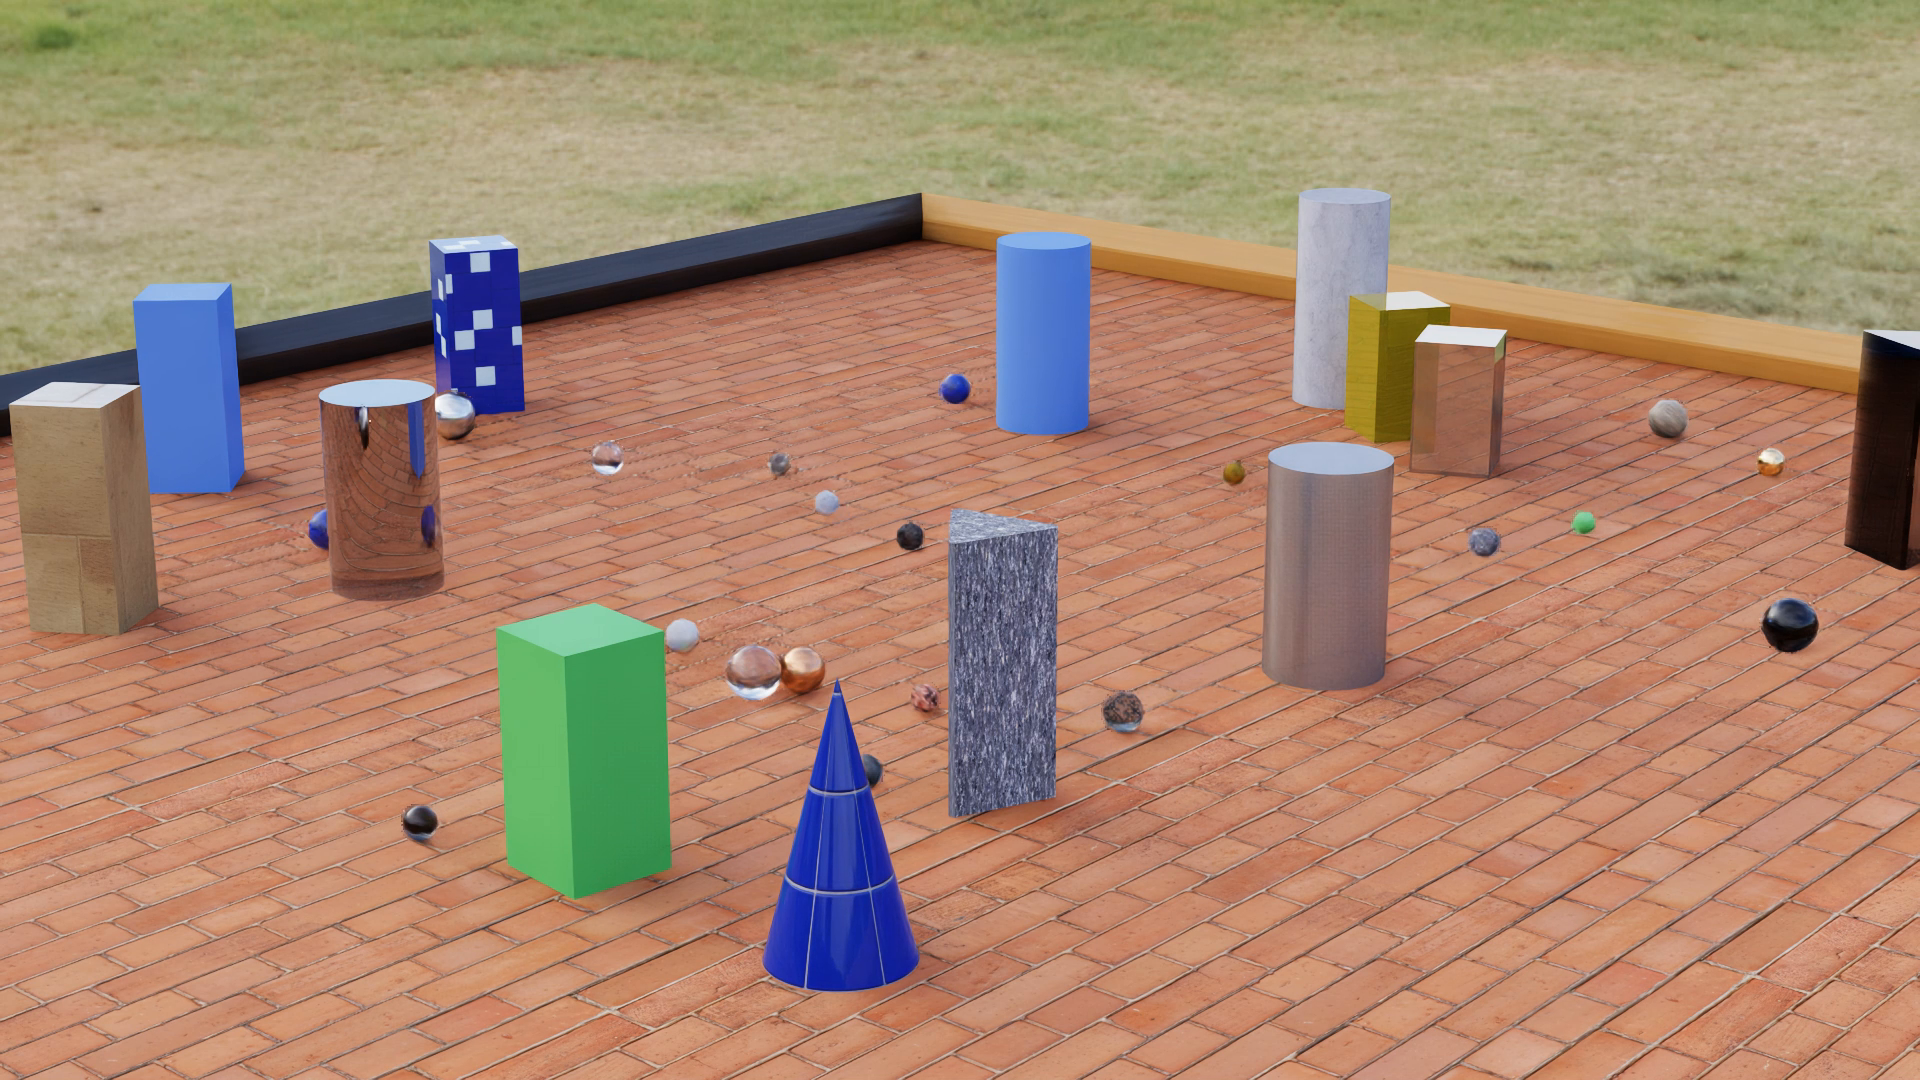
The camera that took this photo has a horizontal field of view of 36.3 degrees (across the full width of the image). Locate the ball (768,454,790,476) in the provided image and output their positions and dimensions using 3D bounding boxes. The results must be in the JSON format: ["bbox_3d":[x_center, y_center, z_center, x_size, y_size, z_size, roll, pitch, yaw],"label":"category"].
[{"bbox_3d":[-0.364,-0.152,5.882,0.044,0.044,0.044,0,17,0],"label":"ball"}]

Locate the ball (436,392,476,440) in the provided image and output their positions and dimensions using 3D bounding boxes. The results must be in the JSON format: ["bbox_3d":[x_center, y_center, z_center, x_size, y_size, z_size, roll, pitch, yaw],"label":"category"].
[{"bbox_3d":[-1.064,-0.259,6.141,0.099,0.099,0.099,0,17,0],"label":"ball"}]

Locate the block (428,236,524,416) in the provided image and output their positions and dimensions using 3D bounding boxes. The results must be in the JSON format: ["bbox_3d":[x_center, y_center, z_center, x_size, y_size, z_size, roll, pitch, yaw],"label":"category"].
[{"bbox_3d":[-1.051,-0.467,6.380,0.159,0.360,0.159,-7,18,-21],"label":"block"}]

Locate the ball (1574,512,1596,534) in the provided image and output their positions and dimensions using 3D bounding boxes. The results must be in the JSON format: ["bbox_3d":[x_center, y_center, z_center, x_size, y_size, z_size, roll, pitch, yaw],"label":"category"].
[{"bbox_3d":[1.169,-0.033,5.492,0.041,0.041,0.041,0,17,0],"label":"ball"}]

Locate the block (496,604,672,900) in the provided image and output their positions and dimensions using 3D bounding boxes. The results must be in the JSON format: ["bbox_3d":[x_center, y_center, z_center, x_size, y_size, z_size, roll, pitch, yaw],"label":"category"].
[{"bbox_3d":[-0.503,0.281,3.934,0.159,0.340,0.159,-14,22,-40],"label":"block"}]

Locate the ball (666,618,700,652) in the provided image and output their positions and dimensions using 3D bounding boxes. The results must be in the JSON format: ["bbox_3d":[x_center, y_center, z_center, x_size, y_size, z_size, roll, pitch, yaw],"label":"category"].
[{"bbox_3d":[-0.458,0.158,4.833,0.056,0.056,0.056,0,17,0],"label":"ball"}]

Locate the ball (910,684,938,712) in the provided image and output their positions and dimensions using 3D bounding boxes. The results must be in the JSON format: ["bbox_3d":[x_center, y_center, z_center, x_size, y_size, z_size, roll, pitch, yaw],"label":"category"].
[{"bbox_3d":[-0.055,0.246,4.561,0.044,0.044,0.044,0,17,0],"label":"ball"}]

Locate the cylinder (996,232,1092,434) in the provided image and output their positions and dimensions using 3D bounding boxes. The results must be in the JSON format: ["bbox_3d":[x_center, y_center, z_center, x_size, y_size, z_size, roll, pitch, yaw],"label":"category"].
[{"bbox_3d":[0.177,-0.440,6.228,0.199,0.397,0.199,0,17,0],"label":"cylinder"}]

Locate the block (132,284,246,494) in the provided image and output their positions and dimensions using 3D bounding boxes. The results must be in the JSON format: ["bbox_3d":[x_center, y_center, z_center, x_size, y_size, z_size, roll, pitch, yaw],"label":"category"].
[{"bbox_3d":[-1.518,-0.300,5.781,0.159,0.386,0.159,-1,17,-3],"label":"block"}]

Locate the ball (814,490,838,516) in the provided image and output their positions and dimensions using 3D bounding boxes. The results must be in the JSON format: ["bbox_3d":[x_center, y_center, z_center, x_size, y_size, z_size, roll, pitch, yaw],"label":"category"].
[{"bbox_3d":[-0.255,-0.071,5.607,0.047,0.047,0.047,0,17,0],"label":"ball"}]

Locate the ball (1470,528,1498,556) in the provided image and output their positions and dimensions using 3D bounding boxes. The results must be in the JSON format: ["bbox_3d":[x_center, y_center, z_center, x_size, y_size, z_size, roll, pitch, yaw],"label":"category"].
[{"bbox_3d":[0.956,0.004,5.349,0.054,0.054,0.054,0,17,0],"label":"ball"}]

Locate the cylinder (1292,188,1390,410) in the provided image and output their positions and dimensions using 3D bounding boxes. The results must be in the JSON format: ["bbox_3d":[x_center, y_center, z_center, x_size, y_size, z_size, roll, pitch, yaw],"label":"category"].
[{"bbox_3d":[0.835,-0.530,6.429,0.199,0.454,0.199,0,17,0],"label":"cylinder"}]

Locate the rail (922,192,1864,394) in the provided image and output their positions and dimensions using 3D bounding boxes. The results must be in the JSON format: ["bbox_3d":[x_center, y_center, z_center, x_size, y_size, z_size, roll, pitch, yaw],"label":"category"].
[{"bbox_3d":[1.565,-0.487,6.845,4.472,0.129,0.045,14,22,39],"label":"rail"}]

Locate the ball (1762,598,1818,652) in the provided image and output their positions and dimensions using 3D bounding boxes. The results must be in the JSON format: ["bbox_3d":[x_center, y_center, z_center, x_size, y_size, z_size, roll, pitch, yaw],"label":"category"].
[{"bbox_3d":[1.369,0.140,4.835,0.090,0.090,0.090,0,17,0],"label":"ball"}]

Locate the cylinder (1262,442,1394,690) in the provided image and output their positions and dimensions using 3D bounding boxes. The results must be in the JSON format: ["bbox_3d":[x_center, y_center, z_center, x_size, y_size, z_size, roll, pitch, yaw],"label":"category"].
[{"bbox_3d":[0.589,0.040,4.703,0.199,0.356,0.199,0,17,0],"label":"cylinder"}]

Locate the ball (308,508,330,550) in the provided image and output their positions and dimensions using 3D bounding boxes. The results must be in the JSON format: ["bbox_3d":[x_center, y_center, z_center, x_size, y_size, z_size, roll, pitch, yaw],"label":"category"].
[{"bbox_3d":[-1.158,-0.019,5.385,0.077,0.077,0.077,0,17,0],"label":"ball"}]

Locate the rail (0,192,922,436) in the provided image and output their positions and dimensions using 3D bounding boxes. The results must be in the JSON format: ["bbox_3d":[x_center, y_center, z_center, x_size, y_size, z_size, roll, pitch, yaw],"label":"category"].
[{"bbox_3d":[-1.671,-0.386,6.509,0.045,0.129,4.821,14,22,39],"label":"rail"}]

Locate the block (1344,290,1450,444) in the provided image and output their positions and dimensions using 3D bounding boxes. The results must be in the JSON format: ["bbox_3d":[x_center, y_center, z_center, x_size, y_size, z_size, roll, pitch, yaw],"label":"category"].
[{"bbox_3d":[0.921,-0.366,6.179,0.159,0.283,0.159,-5,17,-15],"label":"block"}]

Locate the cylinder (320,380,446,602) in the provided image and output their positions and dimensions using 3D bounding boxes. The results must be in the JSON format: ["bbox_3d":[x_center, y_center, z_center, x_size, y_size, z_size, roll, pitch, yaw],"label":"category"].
[{"bbox_3d":[-1.013,-0.089,5.144,0.199,0.349,0.199,0,17,0],"label":"cylinder"}]

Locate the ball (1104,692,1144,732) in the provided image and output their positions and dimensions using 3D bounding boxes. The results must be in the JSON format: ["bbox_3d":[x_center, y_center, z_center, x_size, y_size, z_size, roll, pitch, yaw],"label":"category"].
[{"bbox_3d":[0.249,0.263,4.474,0.062,0.062,0.062,0,17,0],"label":"ball"}]

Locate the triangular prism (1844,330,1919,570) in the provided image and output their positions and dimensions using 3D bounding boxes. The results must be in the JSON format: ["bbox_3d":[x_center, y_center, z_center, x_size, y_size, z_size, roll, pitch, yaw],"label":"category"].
[{"bbox_3d":[1.694,-0.172,5.322,0.149,0.406,0.172,14,22,38],"label":"triangular prism"}]

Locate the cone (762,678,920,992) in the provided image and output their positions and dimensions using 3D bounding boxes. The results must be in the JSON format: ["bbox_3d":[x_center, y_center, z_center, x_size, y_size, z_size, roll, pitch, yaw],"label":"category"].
[{"bbox_3d":[-0.150,0.348,3.647,0.199,0.377,0.199,0,17,0],"label":"cone"}]

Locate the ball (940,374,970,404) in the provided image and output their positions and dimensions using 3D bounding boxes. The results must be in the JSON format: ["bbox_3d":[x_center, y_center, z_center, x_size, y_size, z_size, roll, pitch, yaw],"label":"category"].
[{"bbox_3d":[-0.009,-0.332,6.444,0.066,0.066,0.066,0,17,0],"label":"ball"}]

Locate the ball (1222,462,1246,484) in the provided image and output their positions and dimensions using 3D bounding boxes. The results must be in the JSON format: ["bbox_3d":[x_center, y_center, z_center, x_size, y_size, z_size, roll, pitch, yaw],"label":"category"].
[{"bbox_3d":[0.544,-0.132,5.814,0.045,0.045,0.045,0,17,0],"label":"ball"}]

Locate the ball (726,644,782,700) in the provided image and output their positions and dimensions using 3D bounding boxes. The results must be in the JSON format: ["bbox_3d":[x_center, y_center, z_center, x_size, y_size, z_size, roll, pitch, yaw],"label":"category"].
[{"bbox_3d":[-0.324,0.209,4.609,0.088,0.088,0.088,0,17,0],"label":"ball"}]

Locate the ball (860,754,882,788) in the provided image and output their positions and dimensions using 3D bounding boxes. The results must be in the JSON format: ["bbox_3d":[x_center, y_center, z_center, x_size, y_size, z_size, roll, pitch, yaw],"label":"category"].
[{"bbox_3d":[-0.138,0.336,4.252,0.051,0.051,0.051,0,17,0],"label":"ball"}]

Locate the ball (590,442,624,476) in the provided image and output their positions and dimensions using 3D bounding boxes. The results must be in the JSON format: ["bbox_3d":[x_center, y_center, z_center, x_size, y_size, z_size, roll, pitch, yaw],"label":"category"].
[{"bbox_3d":[-0.707,-0.163,5.880,0.067,0.067,0.067,0,17,0],"label":"ball"}]

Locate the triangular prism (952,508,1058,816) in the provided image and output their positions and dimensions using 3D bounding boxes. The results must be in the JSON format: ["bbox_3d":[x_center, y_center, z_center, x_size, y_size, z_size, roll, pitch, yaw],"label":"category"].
[{"bbox_3d":[0.027,0.168,4.195,0.172,0.405,0.149,-9,19,-27],"label":"triangular prism"}]

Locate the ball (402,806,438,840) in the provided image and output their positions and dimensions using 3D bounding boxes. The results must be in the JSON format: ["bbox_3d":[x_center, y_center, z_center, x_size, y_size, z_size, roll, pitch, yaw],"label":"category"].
[{"bbox_3d":[-0.749,0.392,4.067,0.049,0.049,0.049,0,17,0],"label":"ball"}]

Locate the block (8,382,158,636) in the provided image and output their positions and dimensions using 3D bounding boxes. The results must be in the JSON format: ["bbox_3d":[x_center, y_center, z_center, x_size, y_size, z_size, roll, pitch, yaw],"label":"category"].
[{"bbox_3d":[-1.476,-0.054,4.951,0.159,0.394,0.159,3,17,9],"label":"block"}]

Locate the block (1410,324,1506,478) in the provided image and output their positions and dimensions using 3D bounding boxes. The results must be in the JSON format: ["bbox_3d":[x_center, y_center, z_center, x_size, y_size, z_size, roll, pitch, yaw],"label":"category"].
[{"bbox_3d":[1.005,-0.280,5.916,0.159,0.270,0.159,5,18,18],"label":"block"}]

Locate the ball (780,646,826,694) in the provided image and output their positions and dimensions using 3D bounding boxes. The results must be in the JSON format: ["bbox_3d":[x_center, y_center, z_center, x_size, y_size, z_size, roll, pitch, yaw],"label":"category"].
[{"bbox_3d":[-0.250,0.206,4.641,0.074,0.074,0.074,0,17,0],"label":"ball"}]

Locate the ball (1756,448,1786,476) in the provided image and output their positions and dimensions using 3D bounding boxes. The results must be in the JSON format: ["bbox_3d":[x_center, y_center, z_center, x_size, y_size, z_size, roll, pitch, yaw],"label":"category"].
[{"bbox_3d":[1.625,-0.155,5.871,0.057,0.057,0.057,0,17,0],"label":"ball"}]

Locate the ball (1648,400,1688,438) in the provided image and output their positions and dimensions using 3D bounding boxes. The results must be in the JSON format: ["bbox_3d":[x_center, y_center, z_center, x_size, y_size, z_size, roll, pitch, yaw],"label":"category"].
[{"bbox_3d":[1.487,-0.255,6.160,0.081,0.081,0.081,0,17,0],"label":"ball"}]

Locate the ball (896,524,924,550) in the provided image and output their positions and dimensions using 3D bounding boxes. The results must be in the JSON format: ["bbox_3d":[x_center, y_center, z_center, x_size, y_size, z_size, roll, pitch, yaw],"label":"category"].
[{"bbox_3d":[-0.091,-0.006,5.387,0.050,0.050,0.050,0,17,0],"label":"ball"}]
